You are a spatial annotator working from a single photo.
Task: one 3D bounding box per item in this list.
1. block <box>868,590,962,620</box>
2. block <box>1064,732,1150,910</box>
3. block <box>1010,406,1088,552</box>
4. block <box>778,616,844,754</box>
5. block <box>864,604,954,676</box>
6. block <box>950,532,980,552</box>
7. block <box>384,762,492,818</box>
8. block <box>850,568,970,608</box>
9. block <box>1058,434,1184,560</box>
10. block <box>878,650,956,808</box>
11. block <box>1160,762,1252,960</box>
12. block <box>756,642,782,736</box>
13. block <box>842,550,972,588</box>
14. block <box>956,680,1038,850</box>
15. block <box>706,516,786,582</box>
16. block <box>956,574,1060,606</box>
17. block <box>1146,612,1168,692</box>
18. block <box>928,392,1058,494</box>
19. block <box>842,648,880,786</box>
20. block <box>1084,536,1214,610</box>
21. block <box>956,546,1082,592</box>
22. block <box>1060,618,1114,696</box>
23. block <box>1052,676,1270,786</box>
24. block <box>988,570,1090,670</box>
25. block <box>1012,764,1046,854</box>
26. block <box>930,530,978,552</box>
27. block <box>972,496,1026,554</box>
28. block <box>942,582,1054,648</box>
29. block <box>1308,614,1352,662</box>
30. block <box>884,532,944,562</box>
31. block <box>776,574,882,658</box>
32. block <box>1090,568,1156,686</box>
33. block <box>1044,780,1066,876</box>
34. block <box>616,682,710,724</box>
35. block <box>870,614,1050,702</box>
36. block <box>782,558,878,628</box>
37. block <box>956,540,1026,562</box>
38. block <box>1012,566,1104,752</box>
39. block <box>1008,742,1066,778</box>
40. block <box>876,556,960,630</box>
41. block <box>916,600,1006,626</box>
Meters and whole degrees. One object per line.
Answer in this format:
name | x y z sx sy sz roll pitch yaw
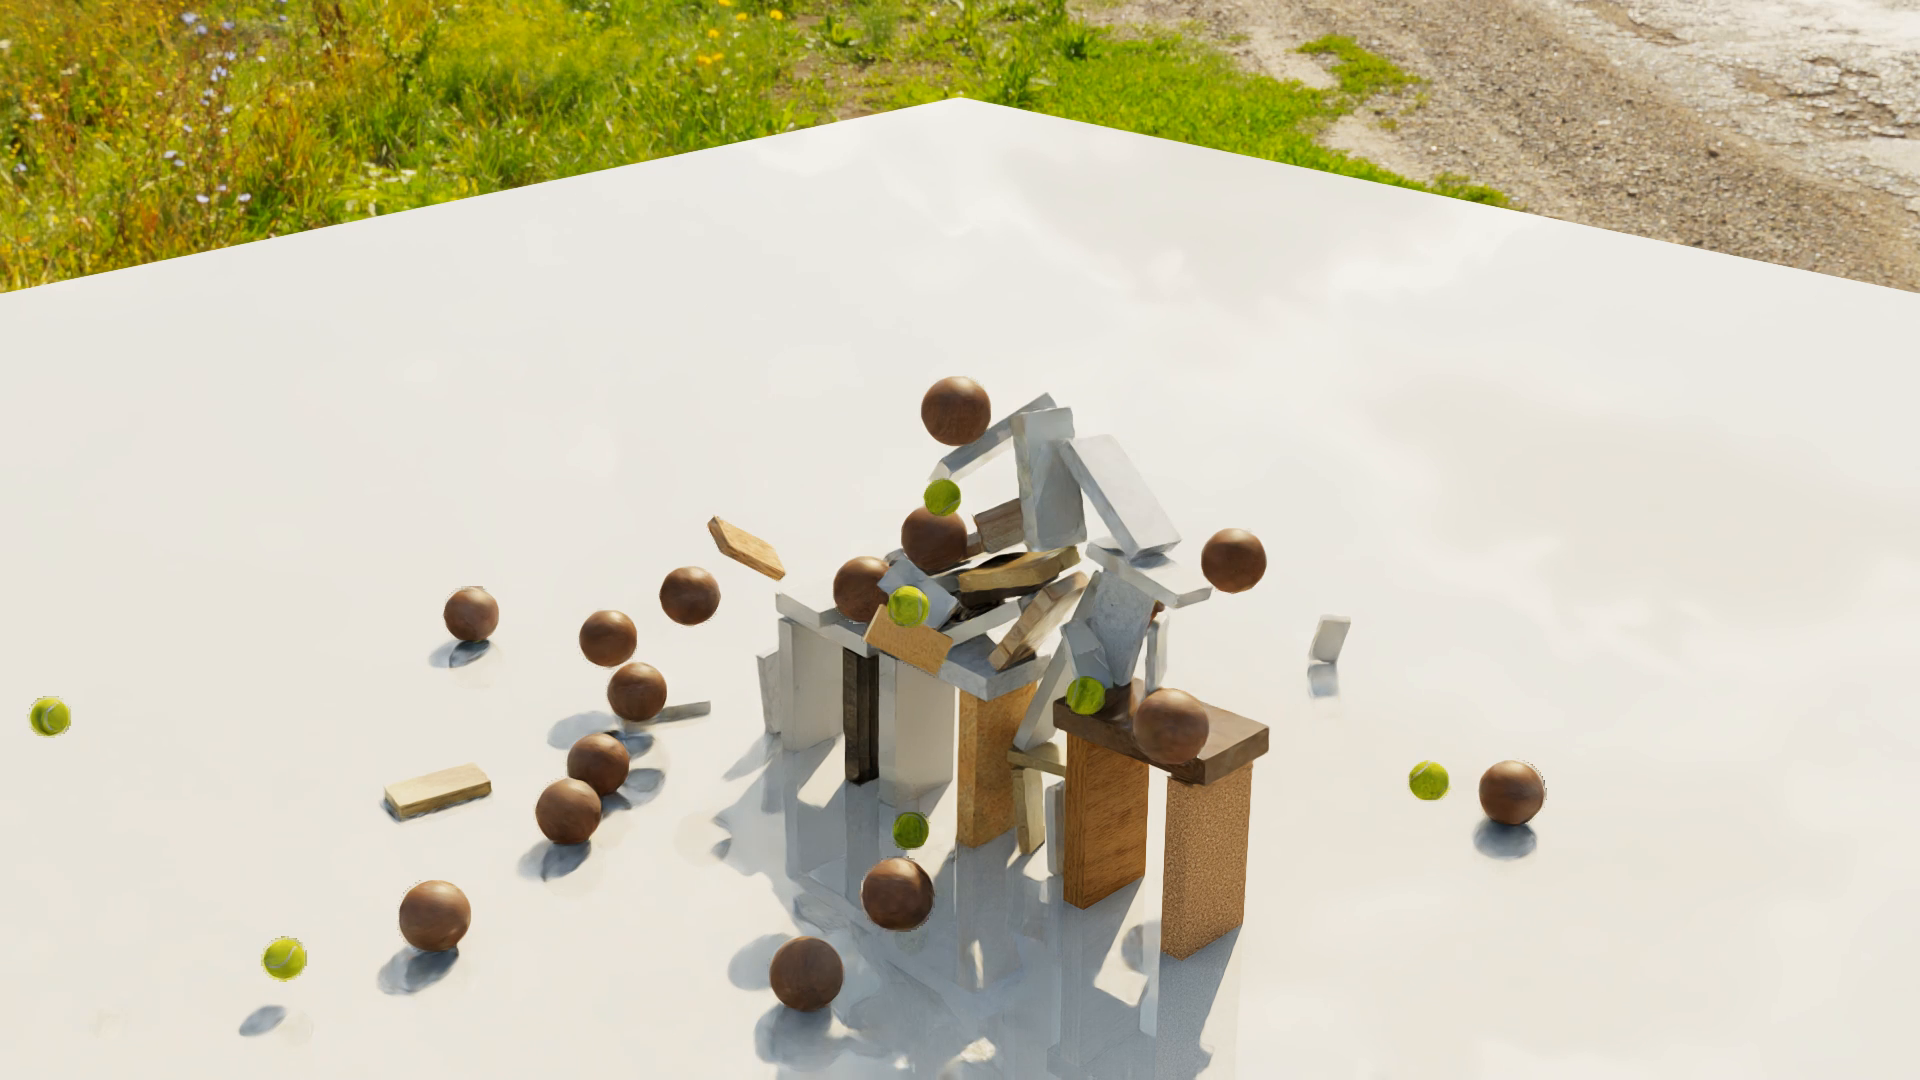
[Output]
block | -0.079 0.125 4.370 0.090 0.026 0.222 -20 7 -39
block | 0.276 0.498 4.129 0.179 0.358 0.051 -21 31 -41
block | 0.165 -0.112 4.063 0.125 0.255 0.035 -12 7 -42
block | -0.313 0.289 4.690 0.043 0.303 0.152 21 31 40
block | -0.092 0.178 3.930 0.145 0.072 0.021 26 1 -11
block | 0.061 -0.009 4.287 0.080 0.023 0.159 -9 -8 -38
block | -1.072 0.512 4.518 0.194 0.027 0.097 -14 27 -30
block | -0.096 0.095 4.371 0.126 0.036 0.251 -16 5 -37
block | 0.295 -0.081 4.041 0.125 0.035 0.250 -11 62 -46
block | -0.087 0.361 4.475 0.170 0.339 0.048 -21 33 -41
block | 0.445 0.564 3.974 0.051 0.358 0.179 21 31 41
block | -0.387 0.316 4.758 0.027 0.194 0.097 20 36 39
block | -0.109 0.056 4.449 0.251 0.036 0.126 -9 6 46
block | 0.072 0.423 4.328 0.048 0.339 0.170 23 32 40
block | -0.356 0.015 3.675 0.145 0.021 0.072 29 22 -47
block | 0.090 0.088 4.188 0.181 0.026 0.090 -12 12 40
block | 0.361 0.206 4.036 0.019 0.133 0.067 12 35 20
block | 0.061 -0.182 4.126 0.250 0.035 0.125 -33 -7 -19
block | -0.170 0.344 4.561 0.152 0.303 0.043 -20 31 -39
block | 0.343 0.054 3.991 0.214 0.030 0.107 33 29 33
block | 0.110 0.055 4.153 0.114 0.032 0.229 -27 12 -37
block | 0.233 0.214 4.043 0.067 0.133 0.019 -11 -10 -27
block | 0.360 0.336 3.968 0.179 0.051 0.358 -21 28 -40
block | 0.149 0.152 4.144 0.114 0.229 0.032 -24 68 -44
block | 0.136 0.517 4.308 0.024 0.173 0.086 1 15 25
block | 0.004 0.001 4.437 0.117 0.017 0.059 -18 4 -33
block | 0.111 -0.039 4.108 0.159 0.080 0.023 -23 8 -11
block | 0.075 0.146 4.219 0.114 0.032 0.229 -23 -2 -45
block | 0.849 0.226 5.051 0.067 0.133 0.019 4 43 -6
block | -0.092 0.014 4.464 0.117 0.017 0.059 -22 1 7
block | -0.231 0.155 4.564 0.152 0.043 0.303 -19 29 -38
block | 0.292 0.151 4.056 0.107 0.214 0.030 31 31 30
block | 0.205 0.549 4.236 0.086 0.173 0.024 -17 20 -41
block | -0.659 0.361 4.875 0.194 0.027 0.097 -8 24 -17
block | -0.001 0.213 4.325 0.170 0.048 0.339 -20 30 -38
block | -0.231 0.110 4.563 0.251 0.036 0.126 -20 31 -37
block | 0.073 0.008 4.248 0.080 0.023 0.159 -8 -9 -43
block | 0.218 0.221 4.213 0.030 0.426 0.107 38 32 24
block | 0.189 0.427 4.273 0.173 0.024 0.086 13 20 27
block | -0.075 0.099 4.022 0.145 0.072 0.021 39 -5 23
block | -0.004 0.141 4.293 0.090 0.026 0.181 -24 4 -42
